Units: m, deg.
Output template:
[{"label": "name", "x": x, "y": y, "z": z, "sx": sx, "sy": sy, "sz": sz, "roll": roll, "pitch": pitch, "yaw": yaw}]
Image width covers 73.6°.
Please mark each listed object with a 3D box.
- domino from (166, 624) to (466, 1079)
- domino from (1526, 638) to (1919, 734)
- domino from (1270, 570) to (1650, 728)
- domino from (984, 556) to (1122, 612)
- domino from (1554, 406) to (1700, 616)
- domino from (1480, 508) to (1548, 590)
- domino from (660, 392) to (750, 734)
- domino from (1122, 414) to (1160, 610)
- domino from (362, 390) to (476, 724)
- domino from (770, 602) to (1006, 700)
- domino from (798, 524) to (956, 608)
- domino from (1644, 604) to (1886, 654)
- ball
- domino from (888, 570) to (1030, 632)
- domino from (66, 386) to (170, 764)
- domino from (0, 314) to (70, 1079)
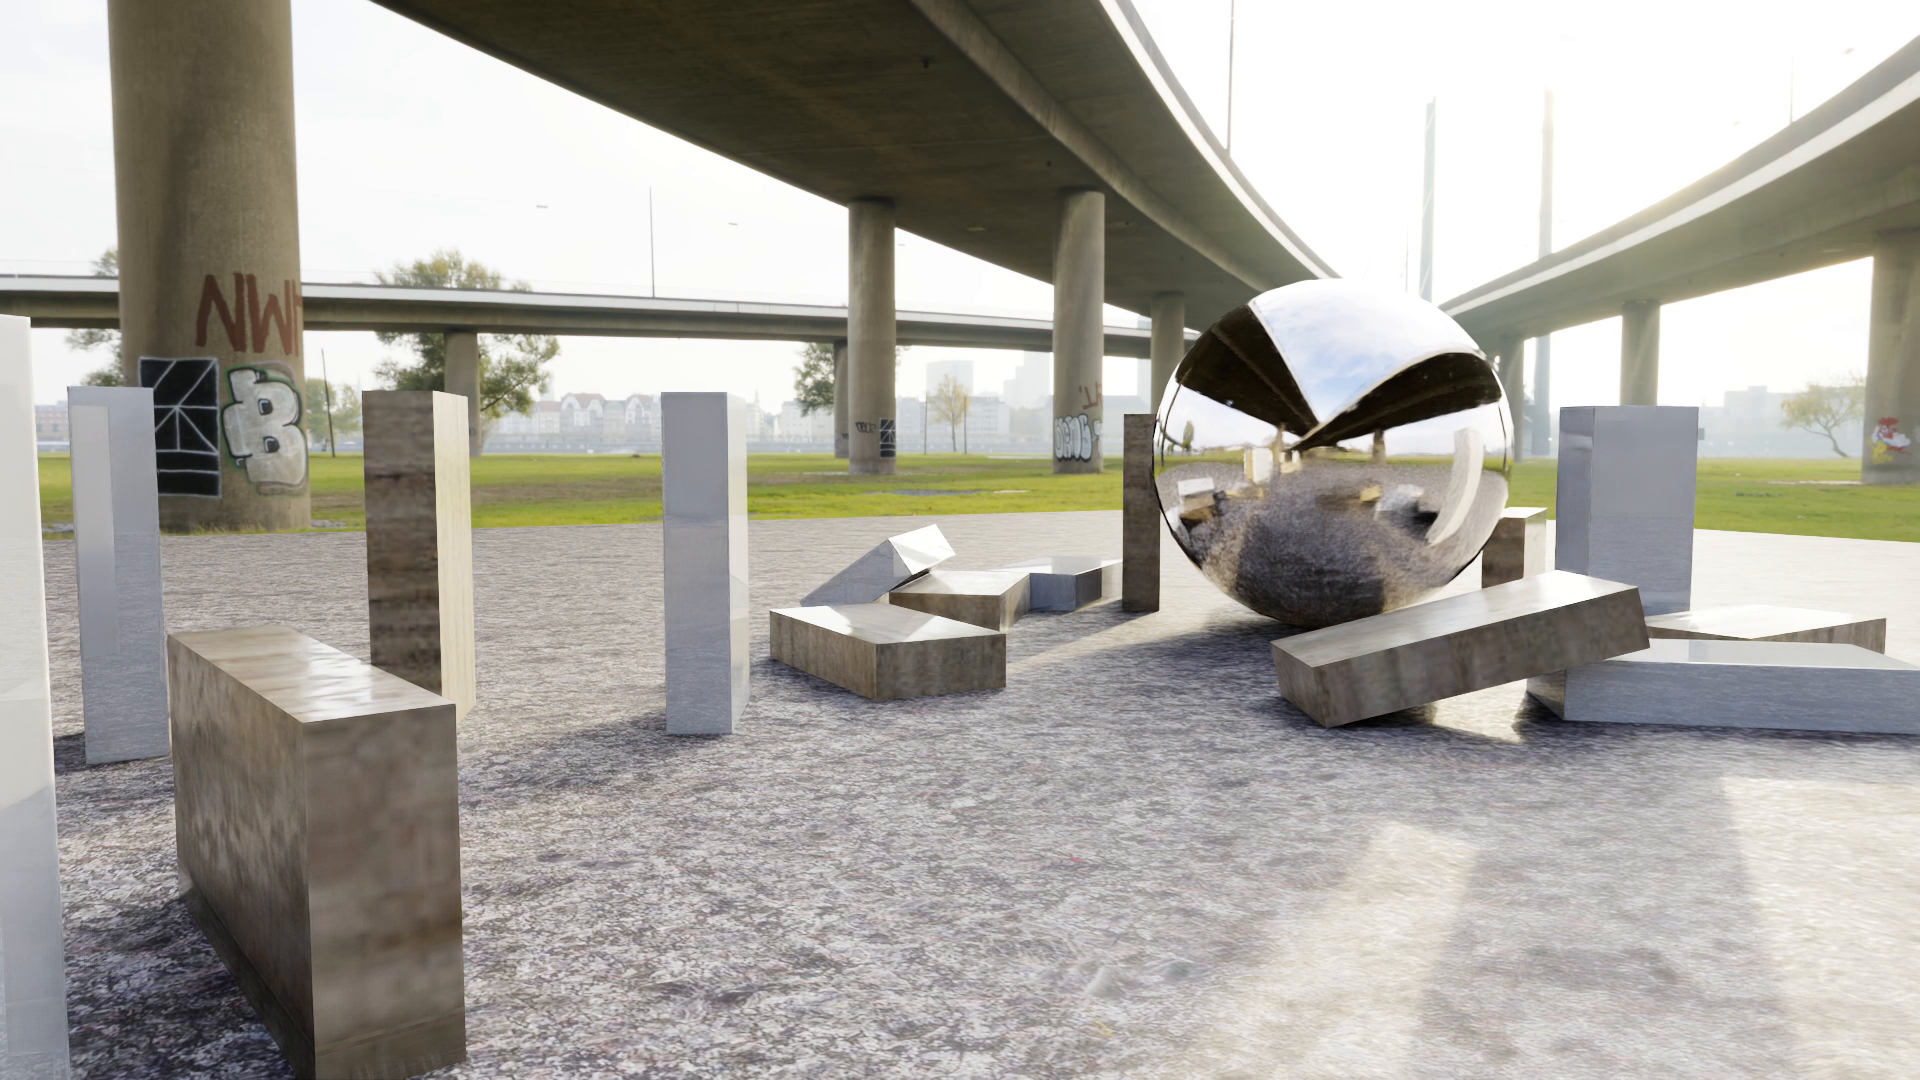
[{"label": "domino", "x": -0.054, "y": 0.022, "z": 0.104, "sx": 0.010, "sy": 0.025, "sz": 0.050, "roll": -4, "pitch": 6, "yaw": -40}, {"label": "domino", "x": 0.120, "y": 0.022, "z": 0.205, "sx": 0.050, "sy": 0.010, "sz": 0.025, "roll": 1, "pitch": 4, "yaw": 11}, {"label": "domino", "x": 0.078, "y": 0.017, "z": 0.204, "sx": 0.050, "sy": 0.010, "sz": 0.025, "roll": -14, "pitch": 4, "yaw": 0}, {"label": "domino", "x": 0.028, "y": 0.011, "z": 0.353, "sx": 0.025, "sy": 0.010, "sz": 0.050, "roll": 2, "pitch": 5, "yaw": 24}, {"label": "domino", "x": 0.134, "y": -0.002, "z": 0.259, "sx": 0.025, "sy": 0.050, "sz": 0.009, "roll": -1, "pitch": 4, "yaw": -15}, {"label": "domino", "x": 0.143, "y": 0.005, "z": 0.331, "sx": 0.009, "sy": 0.025, "sz": 0.050, "roll": 2, "pitch": 5, "yaw": 30}, {"label": "domino", "x": -0.039, "y": 0.003, "z": 0.199, "sx": 0.010, "sy": 0.050, "sz": 0.025, "roll": 0, "pitch": 4, "yaw": -3}, {"label": "domino", "x": 0.048, "y": -0.008, "z": 0.338, "sx": 0.009, "sy": 0.050, "sz": 0.025, "roll": 1, "pitch": 4, "yaw": 7}, {"label": "domino", "x": -0.082, "y": 0.003, "z": 0.195, "sx": 0.010, "sy": 0.050, "sz": 0.025, "roll": -1, "pitch": 4, "yaw": -10}, {"label": "domino", "x": -0.015, "y": 0.020, "z": 0.240, "sx": 0.025, "sy": 0.009, "sz": 0.050, "roll": -2, "pitch": 5, "yaw": -29}, {"label": "domino", "x": -0.018, "y": 0.009, "z": 0.305, "sx": 0.025, "sy": 0.009, "sz": 0.050, "roll": -35, "pitch": -3, "yaw": 11}, {"label": "domino", "x": 0.149, "y": 0.020, "z": 0.242, "sx": 0.050, "sy": 0.010, "sz": 0.025, "roll": -3, "pitch": 5, "yaw": -32}, {"label": "ball", "x": 0.085, "y": -0.020, "z": 0.297, "sx": 0.080, "sy": 0.080, "sz": 0.080, "roll": 0, "pitch": 4, "yaw": 0}, {"label": "domino", "x": 0.001, "y": 0.015, "z": 0.308, "sx": 0.025, "sy": 0.010, "sz": 0.050, "roll": 1, "pitch": 4, "yaw": 11}, {"label": "domino", "x": -0.119, "y": 0.004, "z": 0.181, "sx": 0.010, "sy": 0.050, "sz": 0.025, "roll": -3, "pitch": 5, "yaw": -32}, {"label": "domino", "x": -0.063, "y": 0.012, "z": 0.067, "sx": 0.010, "sy": 0.050, "sz": 0.025, "roll": 1, "pitch": 4, "yaw": 15}]
